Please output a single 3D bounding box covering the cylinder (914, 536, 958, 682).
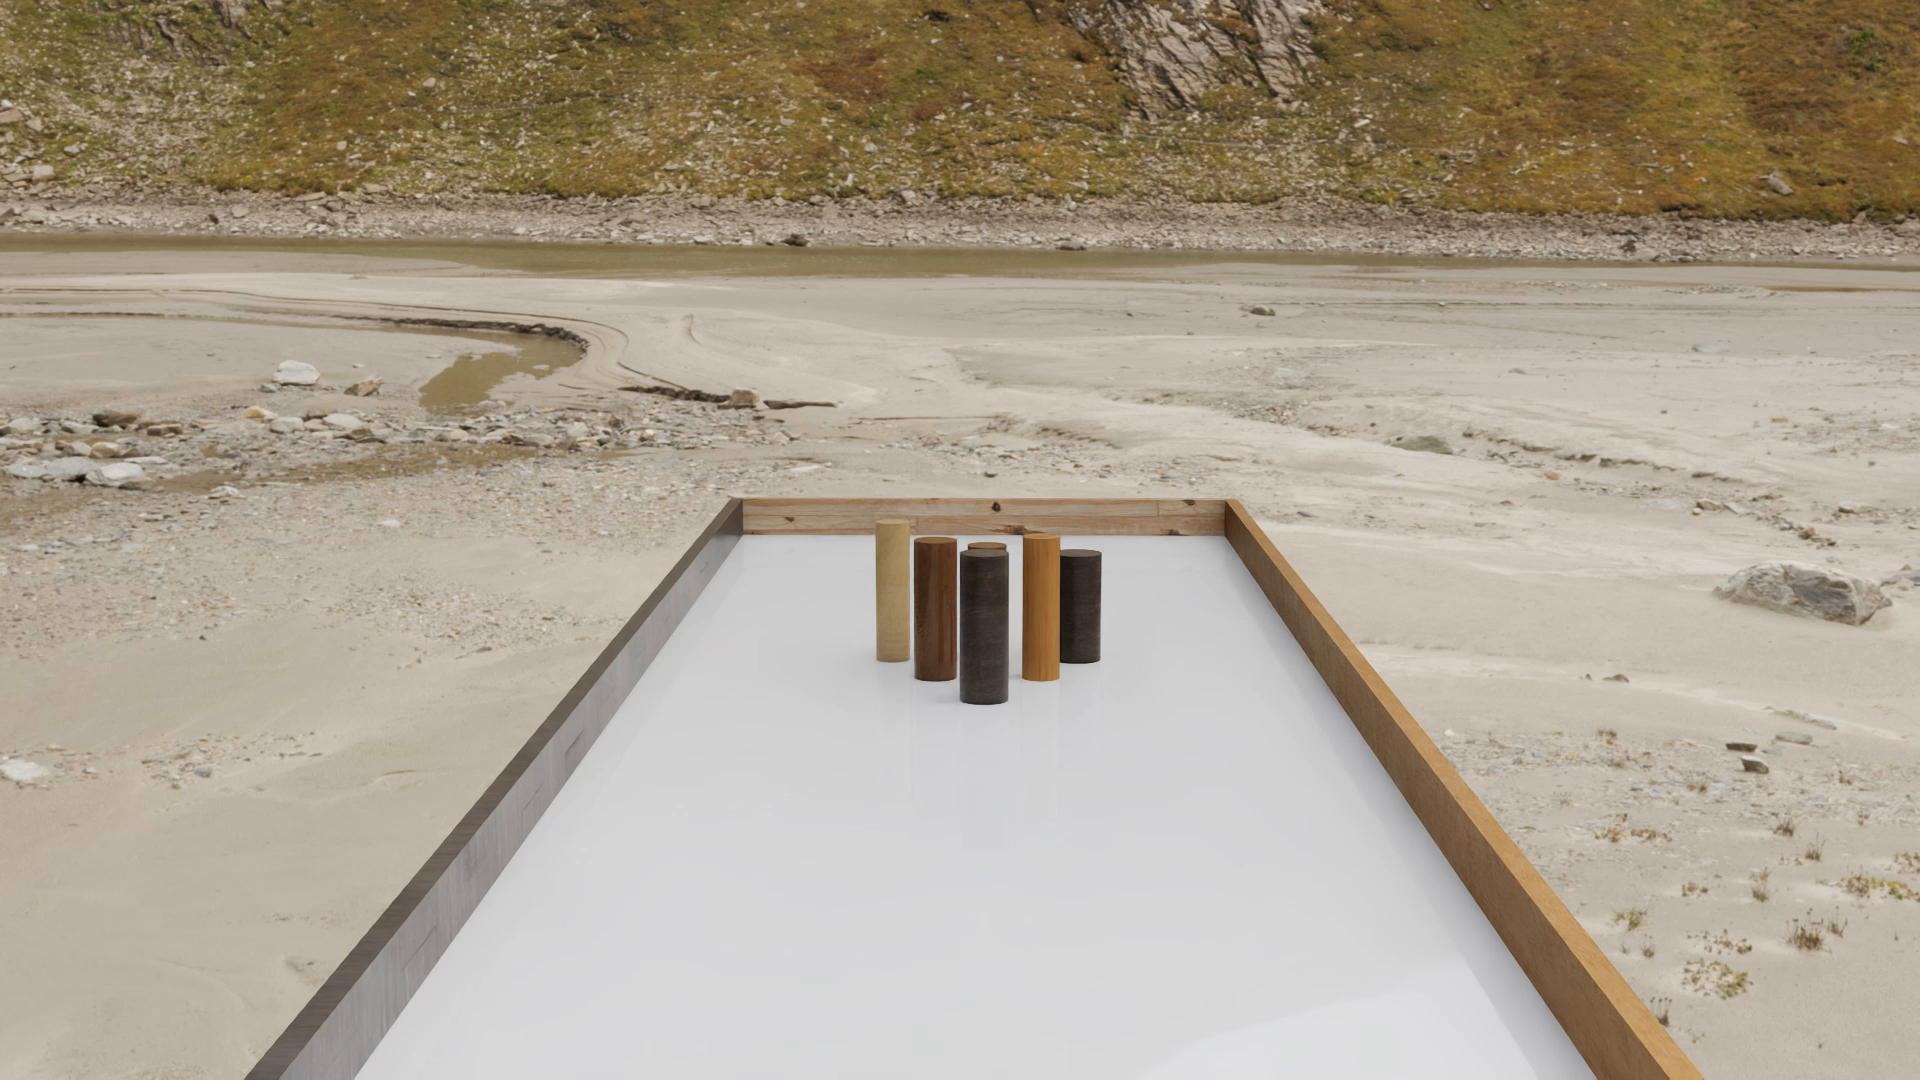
[{"bbox_3d":[-0.072,0.201,6.435,0.127,0.408,0.127,0,9,0],"label":"cylinder"}]

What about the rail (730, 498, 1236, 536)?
[{"bbox_3d":[0.099,-0.098,9.147,2.100,0.150,0.050,0,9,1],"label":"rail"}]

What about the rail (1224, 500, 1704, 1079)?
[{"bbox_3d":[1.046,0.843,3.208,0.050,0.150,12.000,0,9,1],"label":"rail"}]

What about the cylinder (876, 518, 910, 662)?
[{"bbox_3d":[-0.204,0.154,6.685,0.105,0.424,0.105,0,9,0],"label":"cylinder"}]

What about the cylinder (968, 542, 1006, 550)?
[{"bbox_3d":[0.082,0.189,6.691,0.120,0.352,0.120,0,9,0],"label":"cylinder"}]

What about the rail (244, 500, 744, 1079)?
[{"bbox_3d":[-1.004,0.839,3.234,0.050,0.150,12.000,0,9,1],"label":"rail"}]

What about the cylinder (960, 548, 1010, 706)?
[{"bbox_3d":[0.068,0.242,6.148,0.138,0.418,0.138,0,9,0],"label":"cylinder"}]

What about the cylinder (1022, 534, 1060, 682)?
[{"bbox_3d":[0.237,0.196,6.427,0.110,0.420,0.110,0,9,0],"label":"cylinder"}]

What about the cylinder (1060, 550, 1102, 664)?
[{"bbox_3d":[0.357,0.201,6.692,0.147,0.328,0.147,0,9,0],"label":"cylinder"}]
